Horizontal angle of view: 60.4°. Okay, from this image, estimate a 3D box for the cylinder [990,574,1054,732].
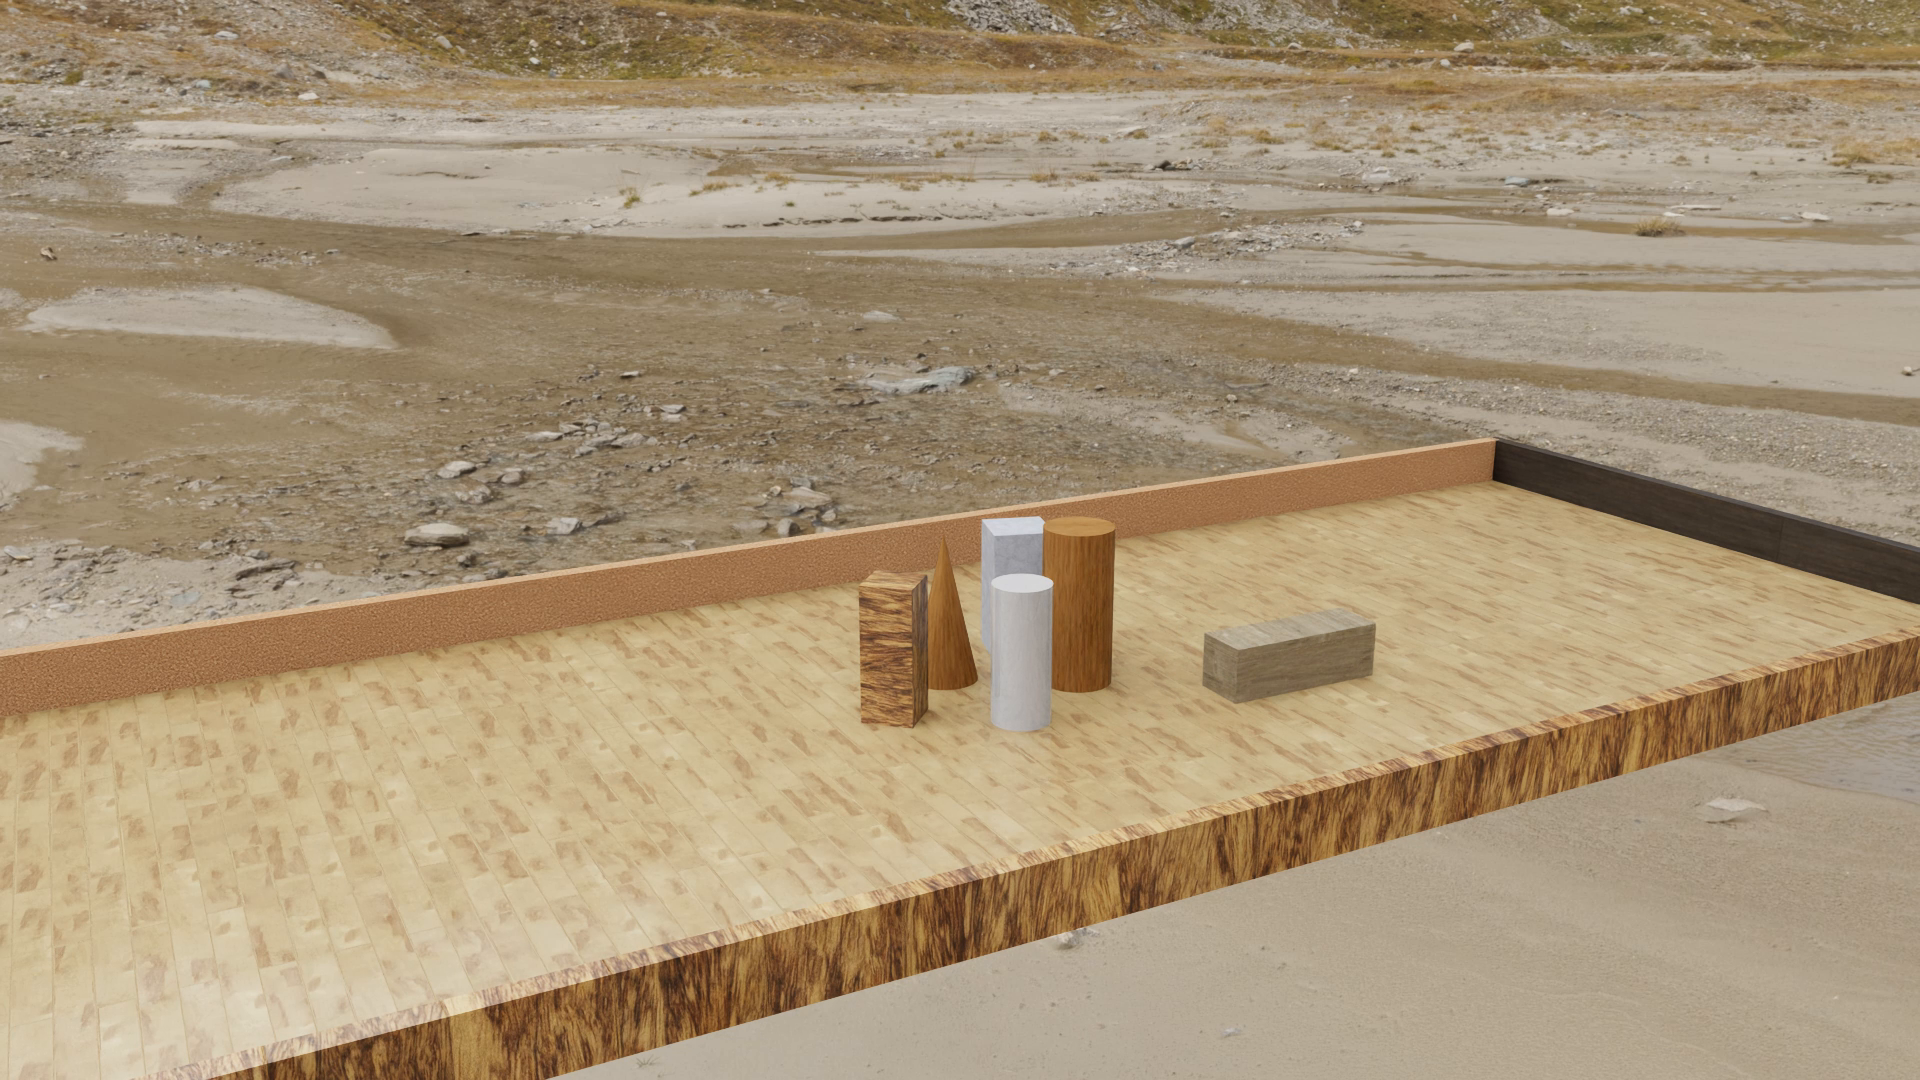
[{"bbox_3d":[0.144,0.262,3.860,0.144,0.340,0.144,0,16,0],"label":"cylinder"}]

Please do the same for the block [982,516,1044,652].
[{"bbox_3d":[0.149,0.125,4.332,0.157,0.337,0.157,-3,17,-11],"label":"block"}]

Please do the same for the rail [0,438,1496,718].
[{"bbox_3d":[-3.305,0.497,3.399,12.000,0.150,0.050,-9,18,-27],"label":"rail"}]

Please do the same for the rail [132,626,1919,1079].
[{"bbox_3d":[-2.336,1.006,1.665,12.000,0.150,0.050,-9,18,-27],"label":"rail"}]

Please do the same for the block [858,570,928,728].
[{"bbox_3d":[-0.155,0.256,3.882,0.127,0.340,0.127,5,17,15],"label":"block"}]

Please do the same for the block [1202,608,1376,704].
[{"bbox_3d":[0.826,0.287,4.133,0.425,0.139,0.139,-8,18,-26],"label":"block"}]

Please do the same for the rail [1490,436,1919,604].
[{"bbox_3d":[2.466,-0.048,5.253,0.050,0.150,2.100,-9,18,-27],"label":"rail"}]

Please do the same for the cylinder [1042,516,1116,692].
[{"bbox_3d":[0.292,0.159,4.100,0.177,0.402,0.177,0,16,0],"label":"cylinder"}]

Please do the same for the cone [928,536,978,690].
[{"bbox_3d":[-0.040,0.165,4.116,0.171,0.381,0.171,0,16,0],"label":"cone"}]
